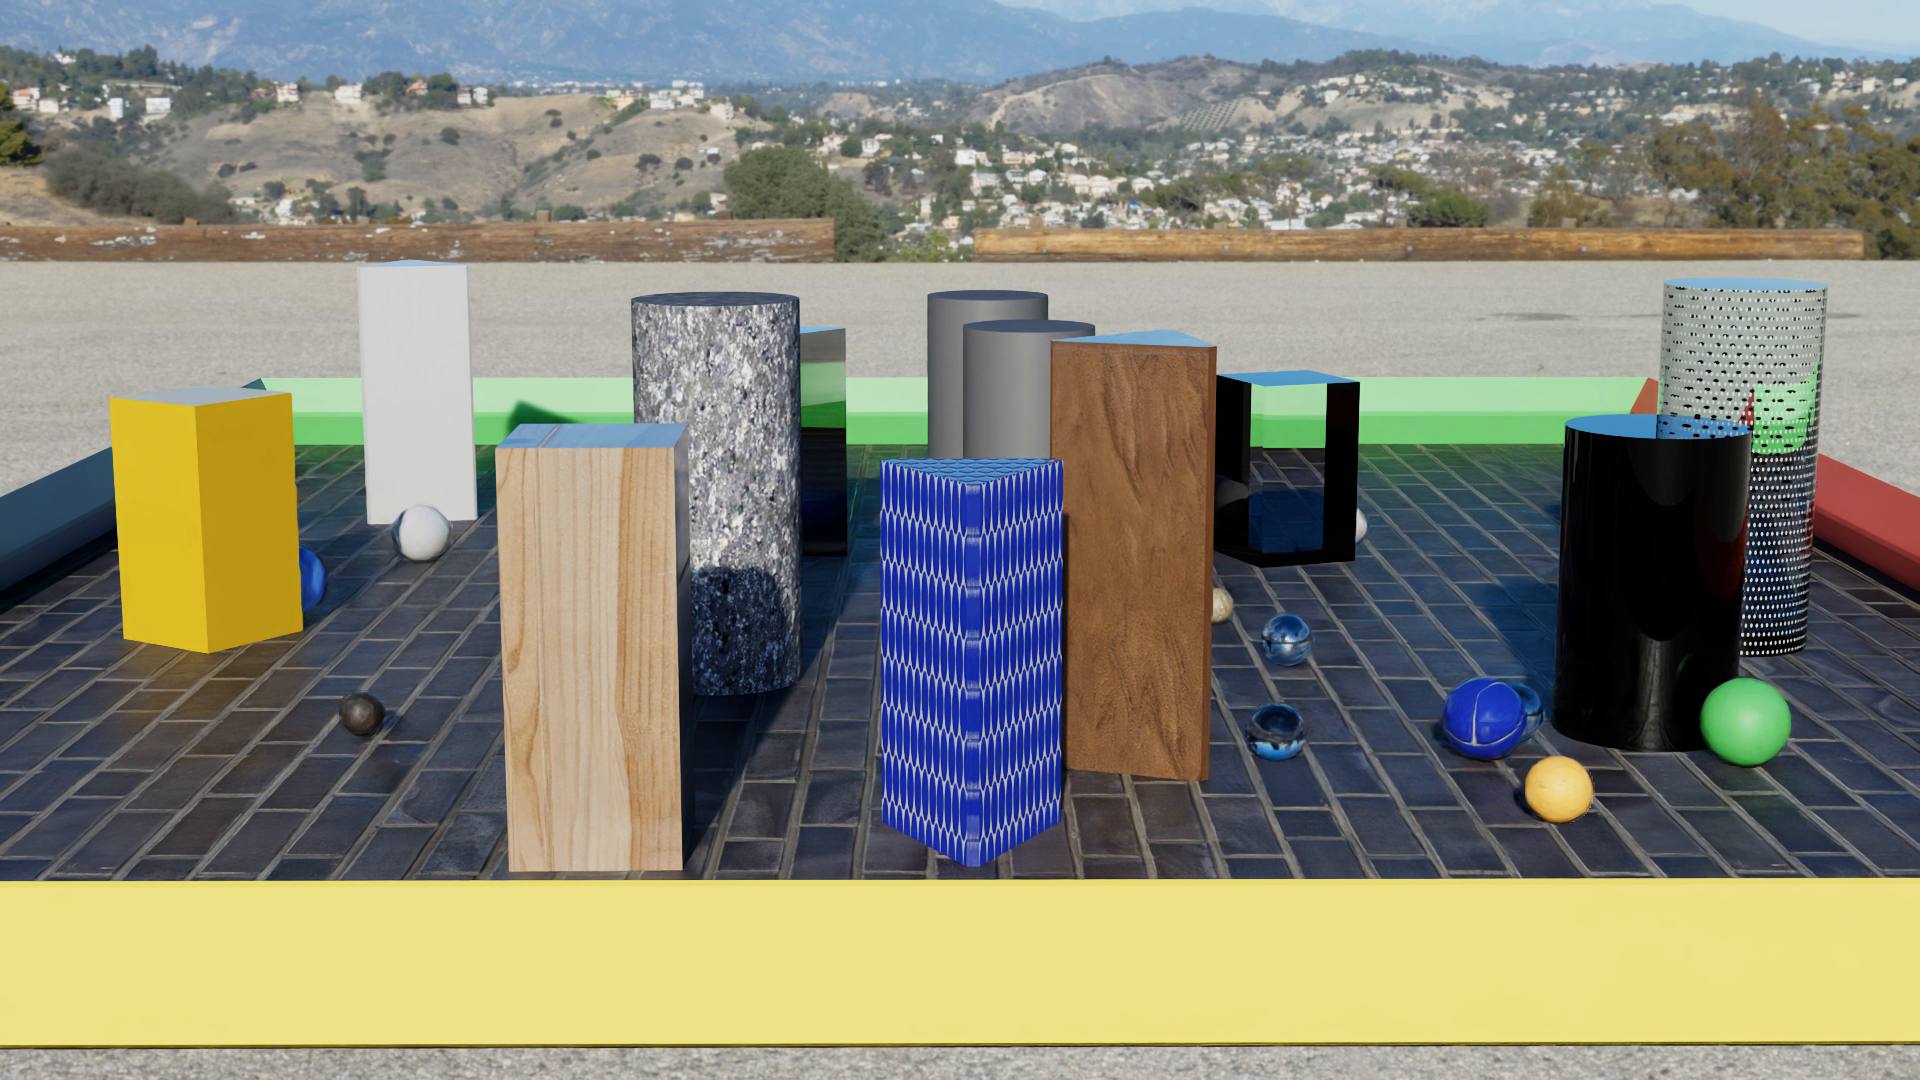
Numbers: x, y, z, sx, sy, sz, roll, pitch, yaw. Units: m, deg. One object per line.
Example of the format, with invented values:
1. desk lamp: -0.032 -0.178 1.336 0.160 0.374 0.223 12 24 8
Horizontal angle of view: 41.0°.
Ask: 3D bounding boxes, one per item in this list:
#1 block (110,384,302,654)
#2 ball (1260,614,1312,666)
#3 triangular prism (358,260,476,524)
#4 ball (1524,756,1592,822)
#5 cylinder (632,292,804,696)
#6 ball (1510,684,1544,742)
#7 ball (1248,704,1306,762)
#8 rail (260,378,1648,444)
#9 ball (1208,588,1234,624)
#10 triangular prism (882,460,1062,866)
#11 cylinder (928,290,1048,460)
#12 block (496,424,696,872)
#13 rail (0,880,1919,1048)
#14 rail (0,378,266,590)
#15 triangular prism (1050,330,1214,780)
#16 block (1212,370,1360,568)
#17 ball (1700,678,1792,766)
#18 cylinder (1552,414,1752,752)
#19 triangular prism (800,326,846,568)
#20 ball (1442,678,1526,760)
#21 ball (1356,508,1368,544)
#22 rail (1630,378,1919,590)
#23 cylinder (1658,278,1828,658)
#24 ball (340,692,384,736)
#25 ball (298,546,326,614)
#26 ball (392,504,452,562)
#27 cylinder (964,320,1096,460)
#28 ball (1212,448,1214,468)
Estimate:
1. block: -0.966 -0.031 3.295 0.158 0.312 0.158 7 12 32
2. ball: 0.401 0.123 3.148 0.063 0.063 0.063 0 10 0
3. triangular prism: -0.886 -0.245 4.178 0.171 0.412 0.148 -3 11 -15
4. ball: 0.582 0.243 2.497 0.065 0.065 0.065 0 10 0
5. cylinder: -0.288 -0.060 3.059 0.198 0.455 0.198 0 10 0
6. ball: 0.605 0.188 2.796 0.063 0.063 0.063 0 10 0
7. ball: 0.335 0.204 2.717 0.061 0.061 0.061 0 10 0
8. rail: -0.009 -0.247 4.959 2.692 0.128 0.045 0 10 0
9. ball: 0.336 0.087 3.380 0.049 0.049 0.049 0 10 0
10. triangular prism: 0.033 0.105 2.437 0.148 0.357 0.171 -6 12 -30
11. cylinder: 0.045 -0.225 4.220 0.198 0.356 0.198 0 10 0
12. block: -0.335 0.096 2.391 0.158 0.391 0.158 0 10 -1
13. rail: 0.009 0.313 1.938 2.692 0.128 0.045 0 10 0
14. rail: -1.322 0.034 3.441 0.045 0.128 3.120 0 10 0
15. triangular prism: 0.198 0.009 2.701 0.171 0.449 0.148 4 11 20
16. block: 0.486 -0.109 3.838 0.158 0.268 0.158 -4 11 -21
17. ball: 0.826 0.191 2.698 0.093 0.093 0.093 0 10 0
18. cylinder: 0.759 0.043 2.821 0.198 0.340 0.198 0 10 0
19. triangular prism: -0.281 -0.140 3.793 0.148 0.345 0.171 8 13 38
20. ball: 0.557 0.189 2.722 0.088 0.088 0.088 0 10 0
21. ball: 0.593 -0.021 3.929 0.063 0.063 0.063 0 10 0
22. rail: 1.322 0.032 3.456 0.045 0.128 3.120 0 10 0
23. cylinder: 0.982 -0.096 3.251 0.198 0.457 0.198 0 10 0
24. ball: -0.657 0.191 2.822 0.048 0.048 0.048 0 10 0
25. ball: -0.892 0.053 3.415 0.094 0.094 0.094 0 10 0
26. ball: -0.798 -0.010 3.799 0.087 0.087 0.087 0 10 0
27. cylinder: 0.103 -0.151 3.860 0.198 0.343 0.198 0 10 0
28. ball: 0.448 -0.148 4.666 0.044 0.044 0.044 0 10 0
